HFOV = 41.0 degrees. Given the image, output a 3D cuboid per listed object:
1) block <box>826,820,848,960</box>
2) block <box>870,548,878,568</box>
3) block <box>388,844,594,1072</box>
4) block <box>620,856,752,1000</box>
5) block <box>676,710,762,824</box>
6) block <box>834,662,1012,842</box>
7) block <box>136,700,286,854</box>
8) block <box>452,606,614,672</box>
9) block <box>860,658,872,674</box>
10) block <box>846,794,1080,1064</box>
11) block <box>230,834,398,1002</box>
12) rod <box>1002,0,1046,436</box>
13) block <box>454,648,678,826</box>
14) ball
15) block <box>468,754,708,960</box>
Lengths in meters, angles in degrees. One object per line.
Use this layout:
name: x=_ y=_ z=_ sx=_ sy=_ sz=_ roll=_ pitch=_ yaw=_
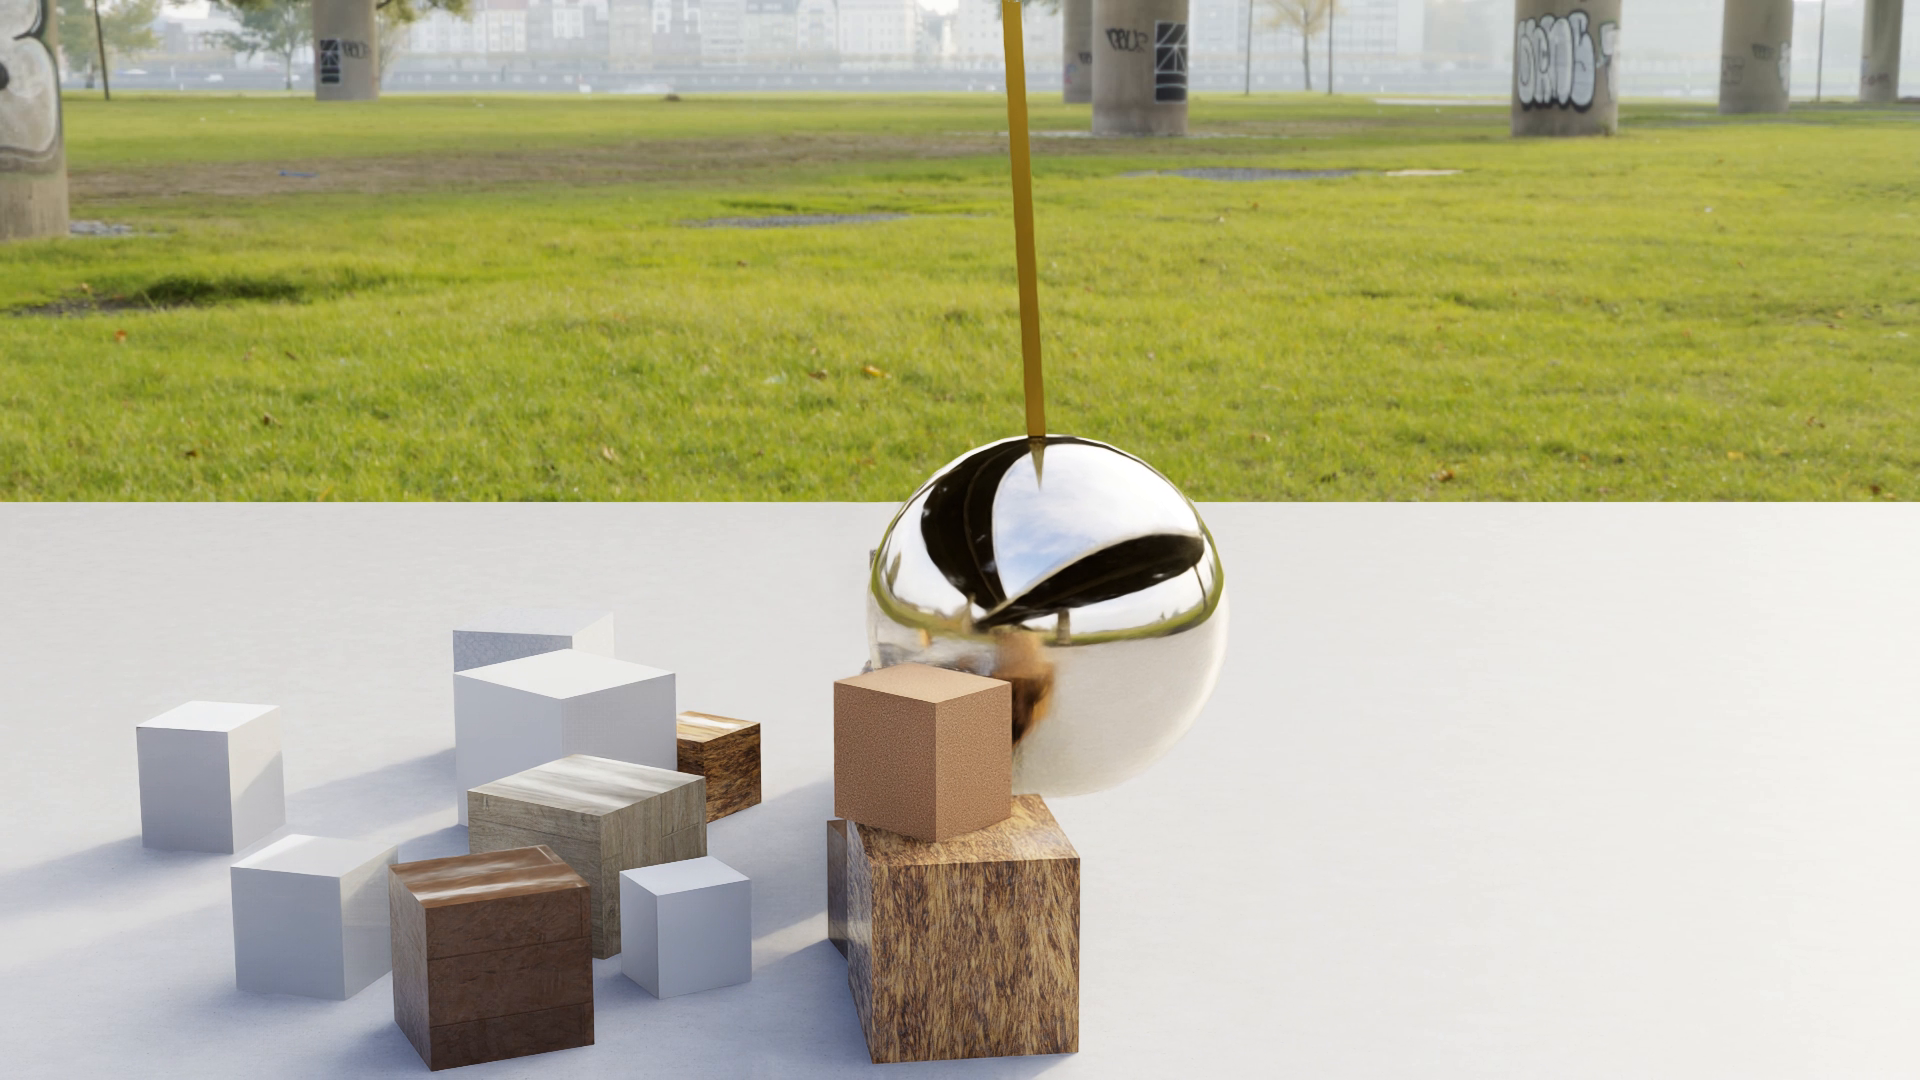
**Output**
block: x=-0.167 y=1.422 z=10.346 sx=0.607 sy=0.501 sz=0.558 roll=-3 pitch=11 yaw=-18
block: x=-0.057 y=0.288 z=12.603 sx=0.575 sy=0.538 sz=0.546 roll=5 pitch=11 yaw=25
block: x=-1.732 y=1.528 z=9.467 sx=0.604 sy=0.607 sz=0.563 roll=-5 pitch=11 yaw=-25
block: x=-1.077 y=1.515 z=10.071 sx=0.398 sy=0.415 sz=0.354 roll=-6 pitch=12 yaw=-30
block: x=-1.275 y=1.096 z=12.419 sx=0.445 sy=0.401 sz=0.443 roll=7 pitch=12 yaw=32
block: x=-0.141 y=0.789 z=9.644 sx=0.514 sy=0.525 sz=0.426 roll=9 pitch=14 yaw=40
block: x=-3.476 y=1.097 z=11.926 sx=0.459 sy=0.575 sz=0.497 roll=2 pitch=11 yaw=13
block: x=-2.217 y=0.763 z=13.419 sx=0.647 sy=0.698 sz=0.611 roll=2 pitch=11 yaw=12
block: x=-0.039 y=0.933 z=12.498 sx=0.823 sy=0.693 sz=0.761 roll=1 pitch=10 yaw=6
block: x=-0.003 y=1.436 z=9.609 sx=0.753 sy=0.736 sz=0.834 roll=-2 pitch=10 yaw=-8
block: x=-2.521 y=1.475 z=10.071 sx=0.475 sy=0.495 sz=0.446 roll=3 pitch=11 yaw=16
rod: x=0.165 y=-3.007 z=10.634 sx=0.080 sy=5.200 sz=0.080 roll=-4 pitch=10 yaw=1
block: x=-1.857 y=0.984 z=12.107 sx=0.777 sy=0.733 sz=0.696 roll=9 pitch=14 yaw=40
ball: x=0.382 y=0.331 z=11.241 sx=1.600 sy=1.600 sz=1.600 roll=0 pitch=10 yaw=0
block: x=-1.547 y=1.306 z=10.710 sx=0.706 sy=0.599 sz=0.684 roll=6 pitch=12 yaw=31
